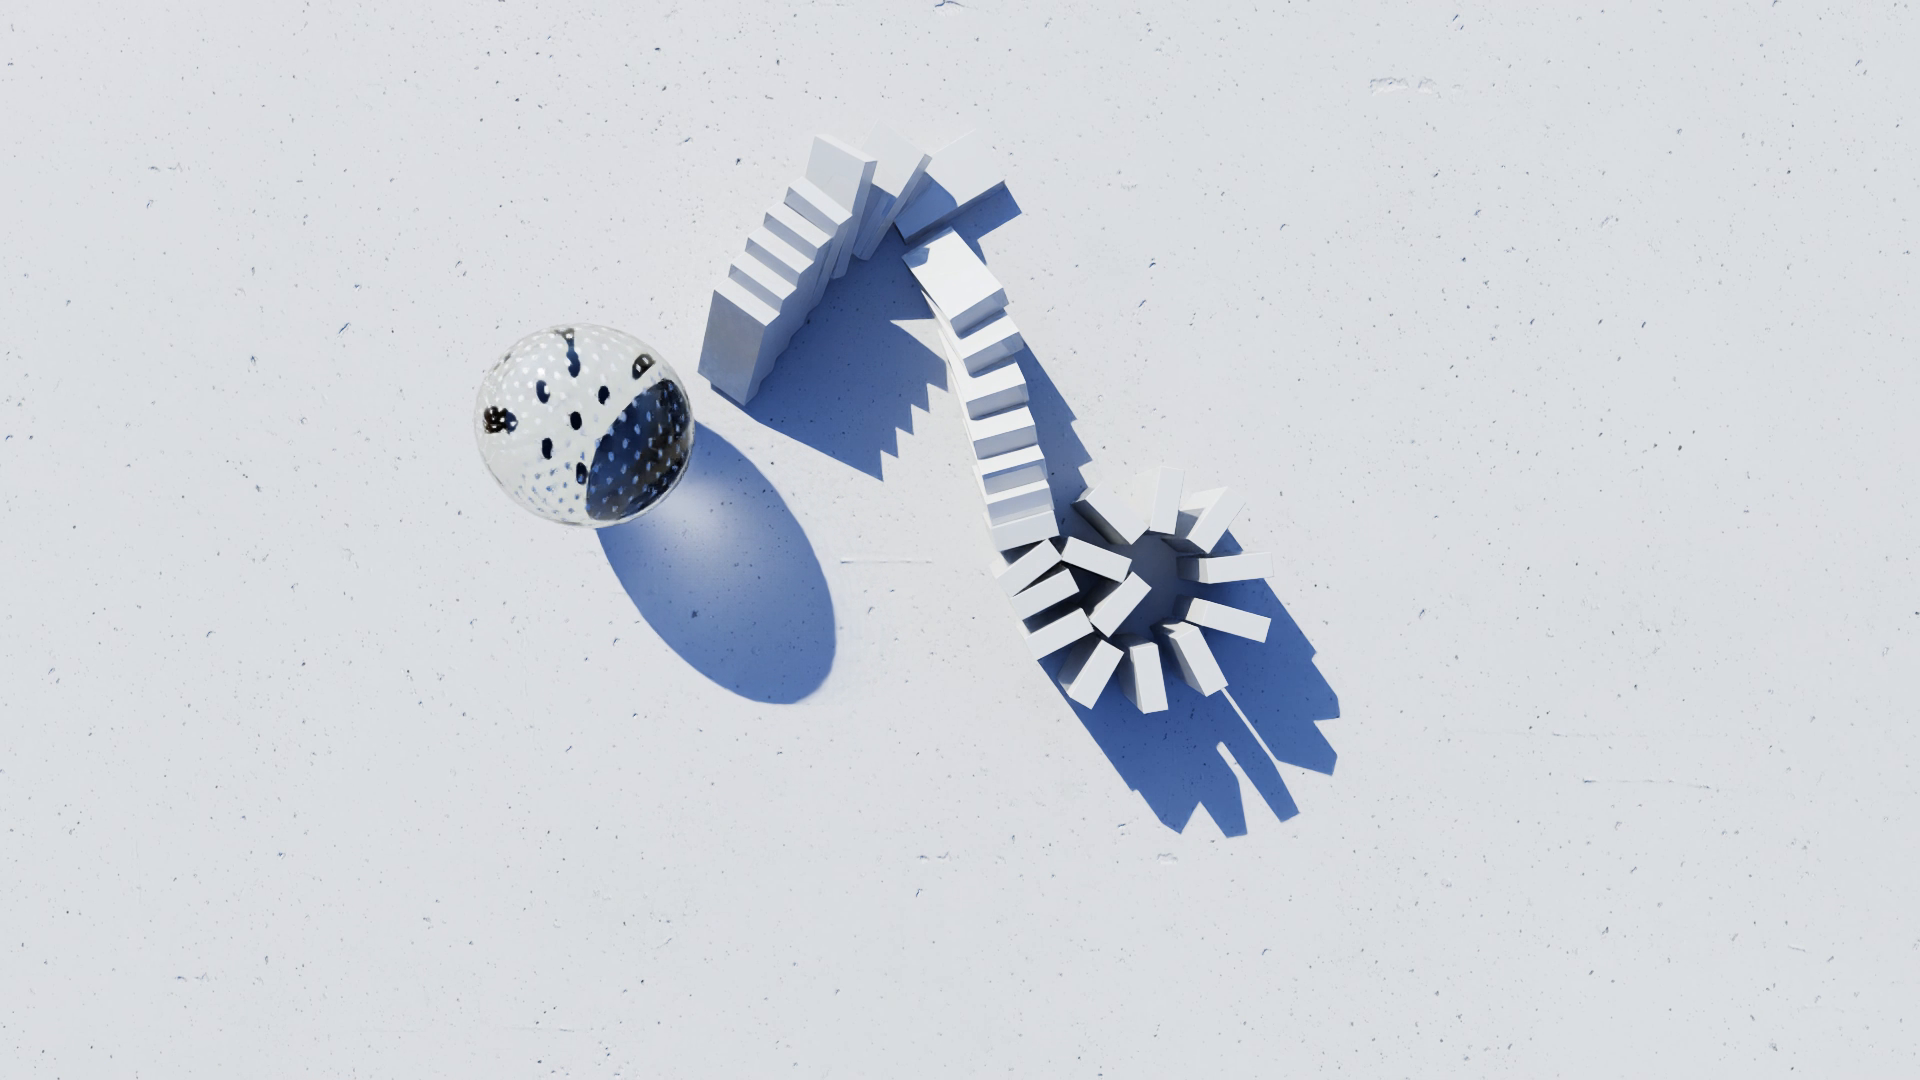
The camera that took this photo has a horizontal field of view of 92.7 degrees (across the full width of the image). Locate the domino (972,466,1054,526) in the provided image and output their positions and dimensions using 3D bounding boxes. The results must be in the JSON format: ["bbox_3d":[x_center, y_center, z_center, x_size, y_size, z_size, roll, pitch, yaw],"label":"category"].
[{"bbox_3d":[0.021,-0.022,0.375,0.025,0.050,0.009,-15,112,0],"label":"domino"}]

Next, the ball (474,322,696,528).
[{"bbox_3d":[-0.146,-0.044,0.360,0.080,0.080,0.080,0,90,0],"label":"ball"}]

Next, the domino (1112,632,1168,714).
[{"bbox_3d":[0.073,0.053,0.375,0.010,0.050,0.025,-10,90,0],"label":"domino"}]

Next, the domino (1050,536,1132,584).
[{"bbox_3d":[0.051,0.007,0.375,0.025,0.050,0.010,21,90,-3],"label":"domino"}]

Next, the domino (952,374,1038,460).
[{"bbox_3d":[0.014,-0.055,0.379,0.025,0.050,0.009,-15,133,0],"label":"domino"}]

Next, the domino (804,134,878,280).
[{"bbox_3d":[-0.054,-0.138,0.380,0.025,0.009,0.050,31,124,11],"label":"domino"}]

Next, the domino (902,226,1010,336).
[{"bbox_3d":[-0.003,-0.108,0.381,0.025,0.010,0.050,-32,54,0],"label":"domino"}]

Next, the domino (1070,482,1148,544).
[{"bbox_3d":[0.060,-0.010,0.375,0.025,0.050,0.009,45,90,0],"label":"domino"}]

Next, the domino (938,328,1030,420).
[{"bbox_3d":[0.009,-0.073,0.380,0.025,0.010,0.050,-18,49,0],"label":"domino"}]

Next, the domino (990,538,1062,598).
[{"bbox_3d":[0.026,0.009,0.374,0.025,0.050,0.010,-37,94,2],"label":"domino"}]

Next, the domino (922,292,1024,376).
[{"bbox_3d":[0.005,-0.092,0.381,0.025,0.010,0.050,-27,53,0],"label":"domino"}]

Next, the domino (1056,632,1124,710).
[{"bbox_3d":[0.052,0.052,0.375,0.009,0.050,0.025,30,90,0],"label":"domino"}]

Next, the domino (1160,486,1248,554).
[{"bbox_3d":[0.099,-0.008,0.375,0.009,0.050,0.025,36,90,0],"label":"domino"}]

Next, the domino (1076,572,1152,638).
[{"bbox_3d":[0.061,0.024,0.375,0.010,0.050,0.025,41,90,-1],"label":"domino"}]

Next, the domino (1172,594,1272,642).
[{"bbox_3d":[0.106,0.031,0.375,0.025,0.050,0.010,16,90,0],"label":"domino"}]

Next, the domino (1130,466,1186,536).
[{"bbox_3d":[0.079,-0.015,0.375,0.009,0.050,0.025,10,90,0],"label":"domino"}]

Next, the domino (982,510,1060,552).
[{"bbox_3d":[0.024,-0.007,0.375,0.025,0.050,0.009,-15,99,0],"label":"domino"}]

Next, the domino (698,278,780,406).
[{"bbox_3d":[-0.092,-0.081,0.377,0.025,0.050,0.010,35,52,0],"label":"domino"}]

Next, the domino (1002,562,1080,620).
[{"bbox_3d":[0.032,0.019,0.375,0.025,0.050,0.009,-27,94,0],"label":"domino"}]

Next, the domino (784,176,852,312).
[{"bbox_3d":[-0.064,-0.120,0.377,0.025,0.050,0.009,38,52,0],"label":"domino"}]

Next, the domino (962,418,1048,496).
[{"bbox_3d":[0.018,-0.038,0.377,0.025,0.050,0.010,-15,124,0],"label":"domino"}]

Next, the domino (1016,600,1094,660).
[{"bbox_3d":[0.038,0.036,0.375,0.025,0.050,0.009,-27,90,0],"label":"domino"}]

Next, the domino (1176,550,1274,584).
[{"bbox_3d":[0.107,0.011,0.375,0.025,0.050,0.010,-6,90,0],"label":"domino"}]

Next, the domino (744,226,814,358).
[{"bbox_3d":[-0.079,-0.101,0.377,0.025,0.050,0.009,35,52,0],"label":"domino"}]

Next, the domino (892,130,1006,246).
[{"bbox_3d":[-0.009,-0.152,0.395,0.050,0.010,0.025,-30,90,0],"label":"domino"}]

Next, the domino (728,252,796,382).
[{"bbox_3d":[-0.085,-0.091,0.377,0.025,0.050,0.009,35,52,0],"label":"domino"}]

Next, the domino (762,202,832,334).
[{"bbox_3d":[-0.072,-0.111,0.377,0.025,0.050,0.010,35,52,0],"label":"domino"}]

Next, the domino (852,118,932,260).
[{"bbox_3d":[-0.036,-0.147,0.386,0.025,0.009,0.050,39,111,6],"label":"domino"}]

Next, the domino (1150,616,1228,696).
[{"bbox_3d":[0.093,0.047,0.375,0.009,0.050,0.025,-28,90,0],"label":"domino"}]
